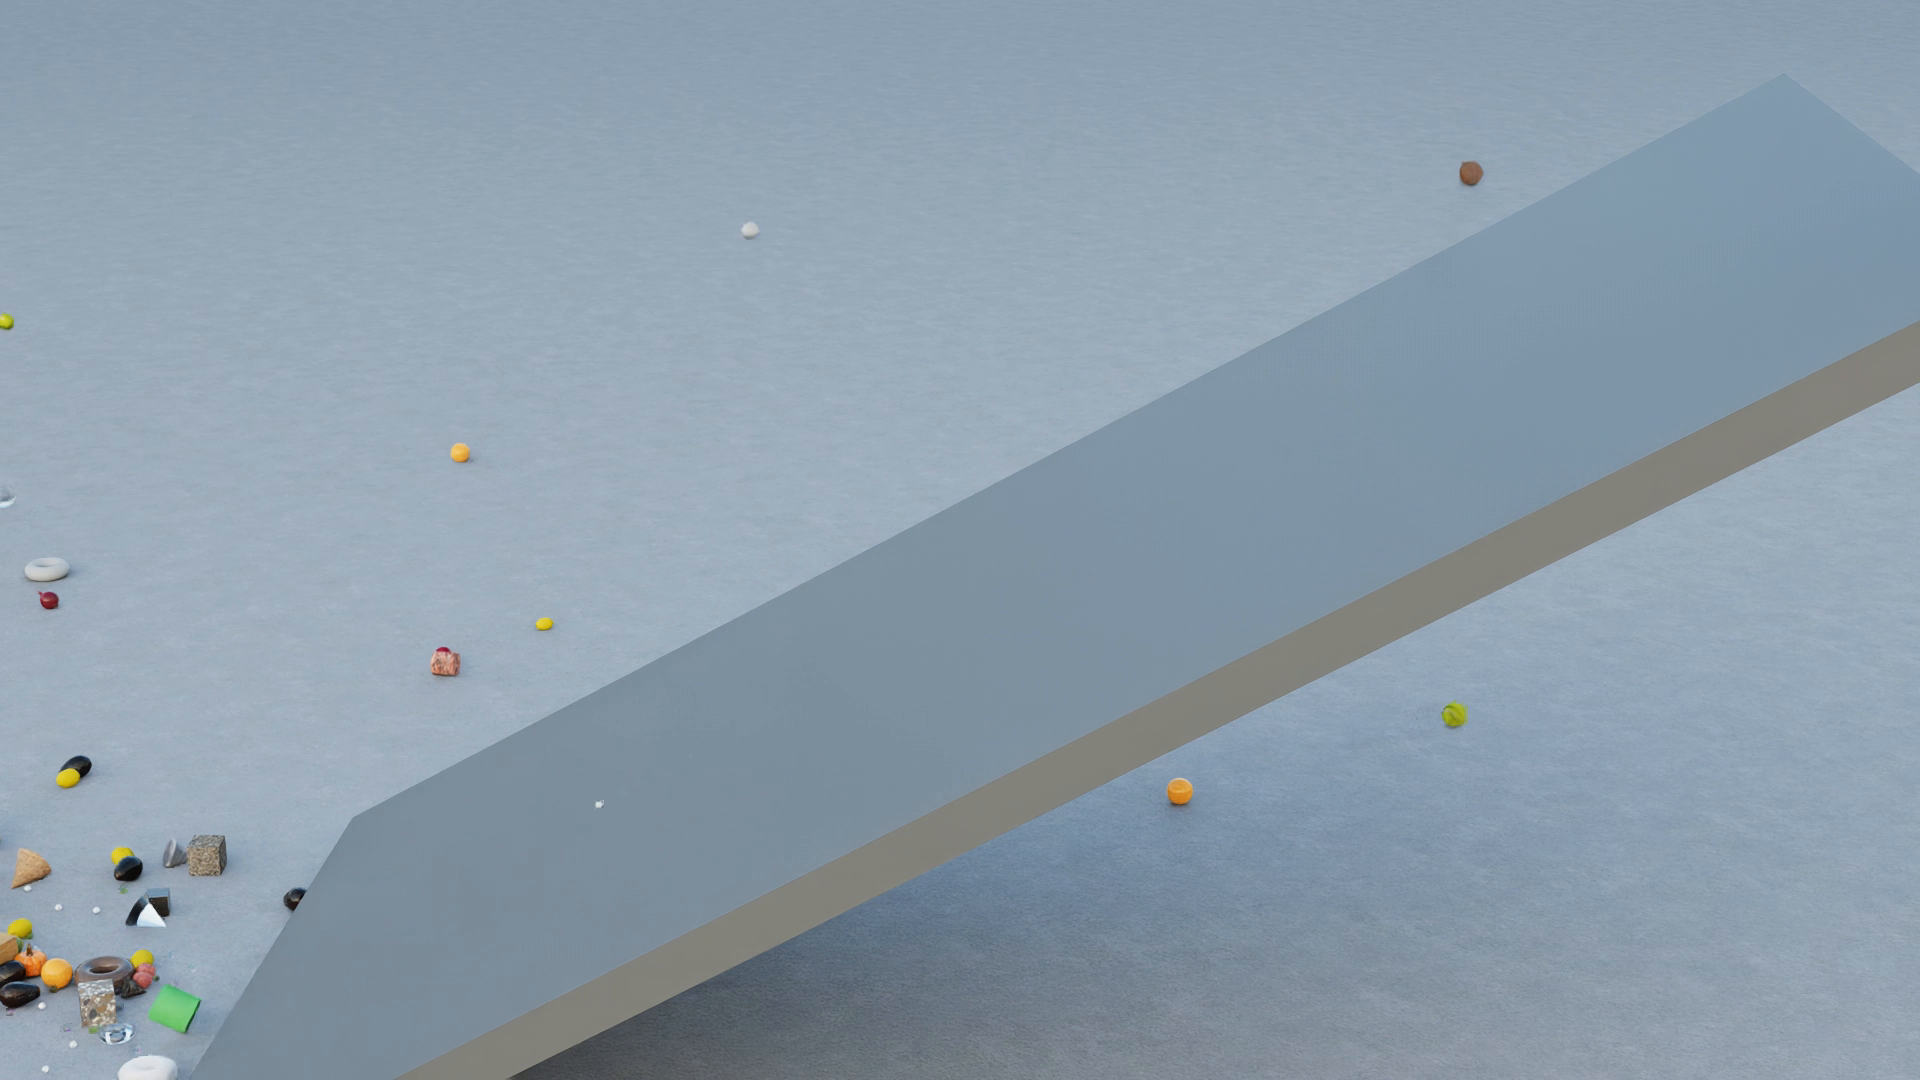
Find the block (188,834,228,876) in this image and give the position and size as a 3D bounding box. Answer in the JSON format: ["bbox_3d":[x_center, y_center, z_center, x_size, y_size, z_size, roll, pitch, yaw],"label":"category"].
[{"bbox_3d":[-1.919,0.804,7.500,0.079,0.079,0.079,0,18,-1],"label":"block"}]

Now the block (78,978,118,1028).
[{"bbox_3d":[-1.972,1.058,6.722,0.076,0.076,0.076,-6,19,-19],"label":"block"}]

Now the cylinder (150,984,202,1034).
[{"bbox_3d":[-1.772,1.058,6.645,0.086,0.086,0.086,25,18,-5],"label":"cylinder"}]

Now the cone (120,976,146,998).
[{"bbox_3d":[-1.916,1.047,6.843,0.053,0.053,0.053,21,7,-29],"label":"cone"}]

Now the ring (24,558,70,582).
[{"bbox_3d":[-3.019,0.097,9.728,0.144,0.048,0.144,0,19,0],"label":"ring"}]

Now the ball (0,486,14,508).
[{"bbox_3d":[-3.399,-0.153,10.440,0.083,0.083,0.083,0,18,0],"label":"ball"}]

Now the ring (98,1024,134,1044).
[{"bbox_3d":[-1.903,1.113,6.634,0.078,0.026,0.078,-1,17,0],"label":"ring"}]

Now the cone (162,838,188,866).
[{"bbox_3d":[-1.996,0.811,7.552,0.076,0.076,0.076,21,5,-32],"label":"cone"}]

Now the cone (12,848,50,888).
[{"bbox_3d":[-2.366,0.847,7.426,0.097,0.097,0.097,9,47,27],"label":"cone"}]

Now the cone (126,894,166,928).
[{"bbox_3d":[-1.978,0.926,7.190,0.088,0.088,0.088,28,20,0],"label":"cone"}]

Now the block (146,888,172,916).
[{"bbox_3d":[-1.979,0.895,7.261,0.054,0.054,0.054,-3,18,-8],"label":"block"}]

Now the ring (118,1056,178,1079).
[{"bbox_3d":[-1.776,1.166,6.434,0.126,0.042,0.126,1,12,0],"label":"ring"}]

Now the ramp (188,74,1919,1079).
[{"bbox_3d":[0.142,0.167,6.283,4.000,0.100,2.000,-27,14,11],"label":"ramp"}]

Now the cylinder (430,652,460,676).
[{"bbox_3d":[-1.547,0.371,8.847,0.070,0.070,0.070,3,18,10],"label":"cylinder"}]

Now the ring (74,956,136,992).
[{"bbox_3d":[-2.005,1.018,6.895,0.141,0.047,0.141,0,19,0],"label":"ring"}]

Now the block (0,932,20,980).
[{"bbox_3d":[-2.285,0.983,6.937,0.087,0.087,0.087,7,19,22],"label":"block"}]

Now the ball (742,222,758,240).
[{"bbox_3d":[-1.051,-1.549,14.734,0.085,0.085,0.085,0,18,0],"label":"ball"}]
